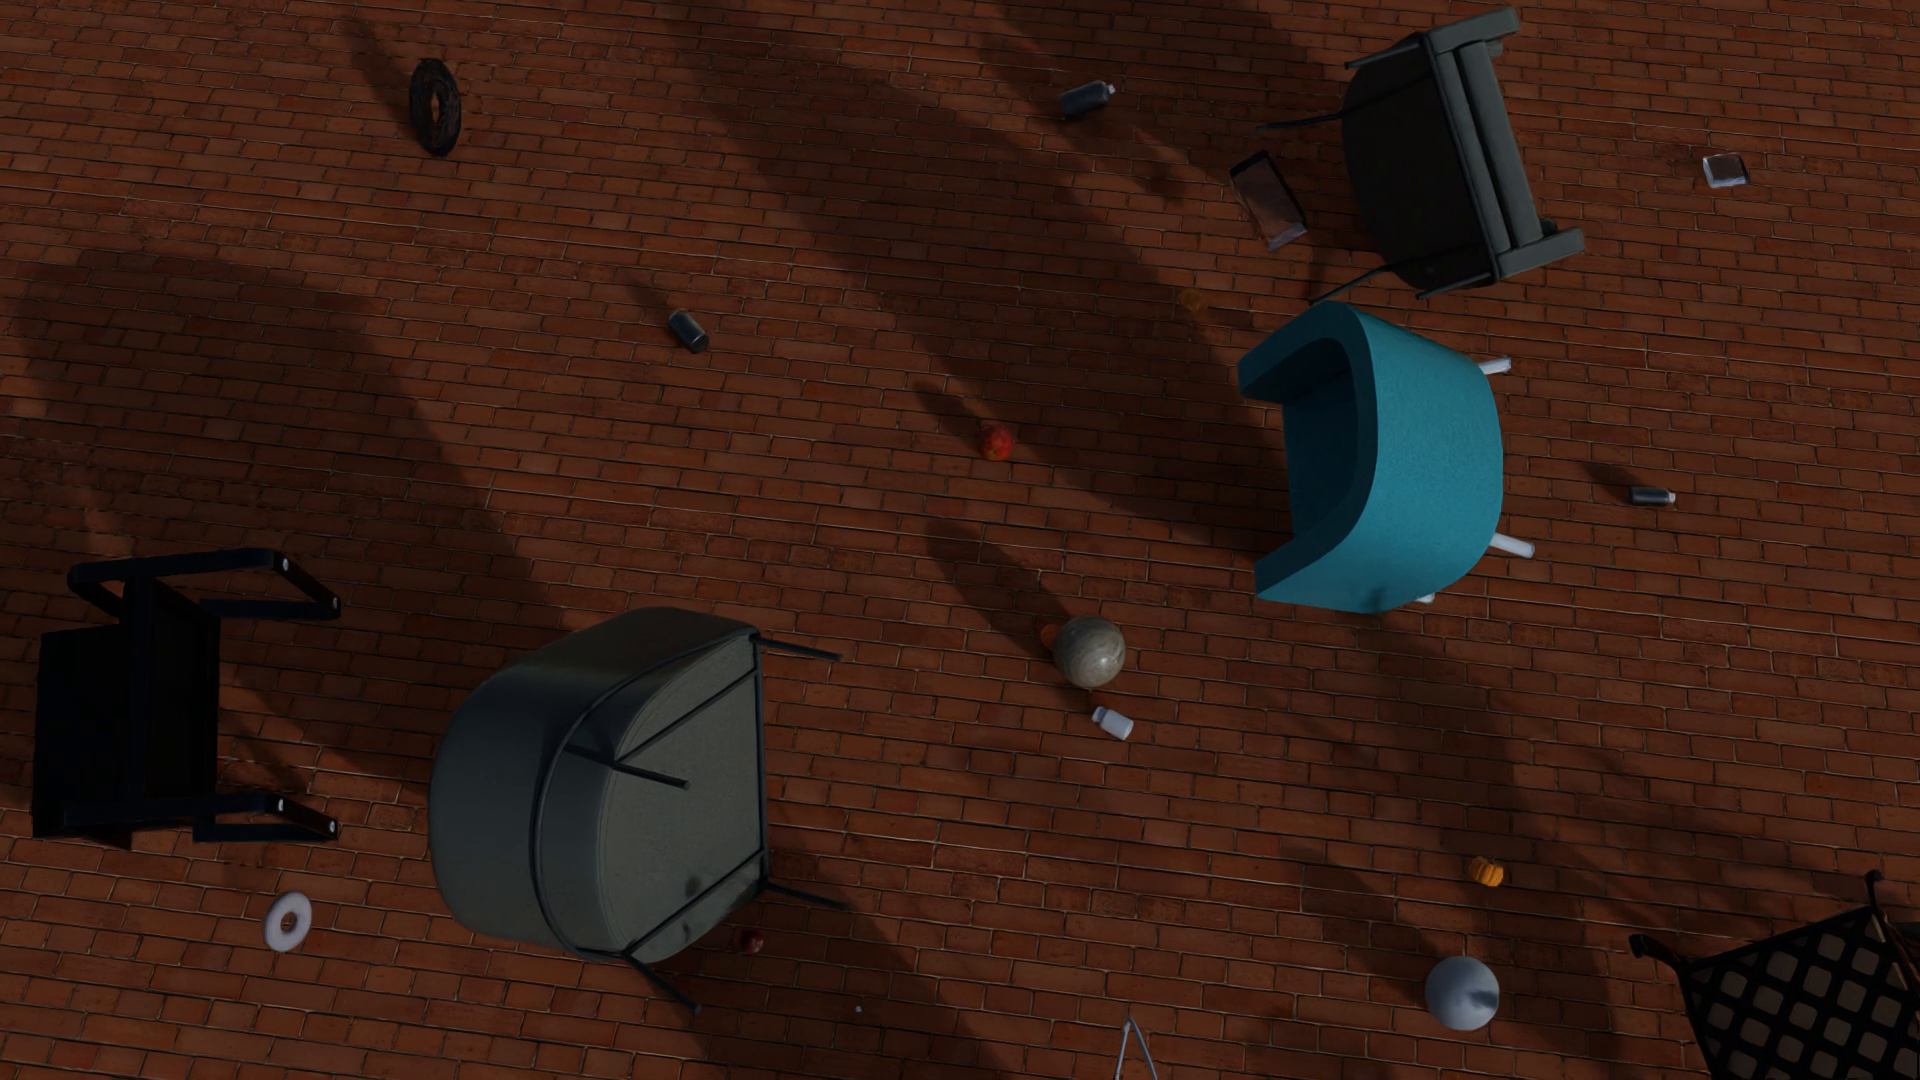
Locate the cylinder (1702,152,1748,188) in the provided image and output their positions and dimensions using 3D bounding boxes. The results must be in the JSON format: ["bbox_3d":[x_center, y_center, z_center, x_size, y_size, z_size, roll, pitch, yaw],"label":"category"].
[{"bbox_3d":[2.566,-1.241,7.376,0.118,0.046,0.121,-10,68,-3],"label":"cylinder"}]

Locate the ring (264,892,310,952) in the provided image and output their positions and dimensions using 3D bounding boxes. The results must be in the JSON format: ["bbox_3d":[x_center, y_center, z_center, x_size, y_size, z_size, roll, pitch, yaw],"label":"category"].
[{"bbox_3d":[-1.631,0.925,5.335,0.036,0.116,0.150,11,82,48],"label":"ring"}]

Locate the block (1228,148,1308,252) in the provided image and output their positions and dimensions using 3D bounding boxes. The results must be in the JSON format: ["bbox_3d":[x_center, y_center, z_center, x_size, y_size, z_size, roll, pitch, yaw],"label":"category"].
[{"bbox_3d":[0.977,-1.076,6.985,0.136,0.174,0.262,-30,81,4],"label":"block"}]

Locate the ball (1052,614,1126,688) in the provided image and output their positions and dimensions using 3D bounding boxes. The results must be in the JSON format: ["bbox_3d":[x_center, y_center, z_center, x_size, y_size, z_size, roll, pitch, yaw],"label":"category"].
[{"bbox_3d":[0.366,0.315,6.237,0.209,0.209,0.209,0,56,0],"label":"ball"}]

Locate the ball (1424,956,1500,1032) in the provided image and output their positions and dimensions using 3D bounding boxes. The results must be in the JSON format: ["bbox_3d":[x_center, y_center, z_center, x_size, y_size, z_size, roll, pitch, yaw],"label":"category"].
[{"bbox_3d":[1.296,1.170,5.674,0.191,0.191,0.191,0,56,0],"label":"ball"}]

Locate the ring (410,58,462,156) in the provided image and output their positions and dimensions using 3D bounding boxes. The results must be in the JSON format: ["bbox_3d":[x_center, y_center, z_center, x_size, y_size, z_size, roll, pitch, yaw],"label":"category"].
[{"bbox_3d":[-1.772,-1.463,7.426,0.196,0.082,0.345,-13,83,29],"label":"ring"}]

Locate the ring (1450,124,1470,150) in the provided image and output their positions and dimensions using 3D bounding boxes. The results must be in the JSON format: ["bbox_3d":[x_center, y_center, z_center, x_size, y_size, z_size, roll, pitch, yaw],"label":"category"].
[{"bbox_3d":[1.696,-1.368,7.463,0.069,0.050,0.088,9,58,3],"label":"ring"}]
